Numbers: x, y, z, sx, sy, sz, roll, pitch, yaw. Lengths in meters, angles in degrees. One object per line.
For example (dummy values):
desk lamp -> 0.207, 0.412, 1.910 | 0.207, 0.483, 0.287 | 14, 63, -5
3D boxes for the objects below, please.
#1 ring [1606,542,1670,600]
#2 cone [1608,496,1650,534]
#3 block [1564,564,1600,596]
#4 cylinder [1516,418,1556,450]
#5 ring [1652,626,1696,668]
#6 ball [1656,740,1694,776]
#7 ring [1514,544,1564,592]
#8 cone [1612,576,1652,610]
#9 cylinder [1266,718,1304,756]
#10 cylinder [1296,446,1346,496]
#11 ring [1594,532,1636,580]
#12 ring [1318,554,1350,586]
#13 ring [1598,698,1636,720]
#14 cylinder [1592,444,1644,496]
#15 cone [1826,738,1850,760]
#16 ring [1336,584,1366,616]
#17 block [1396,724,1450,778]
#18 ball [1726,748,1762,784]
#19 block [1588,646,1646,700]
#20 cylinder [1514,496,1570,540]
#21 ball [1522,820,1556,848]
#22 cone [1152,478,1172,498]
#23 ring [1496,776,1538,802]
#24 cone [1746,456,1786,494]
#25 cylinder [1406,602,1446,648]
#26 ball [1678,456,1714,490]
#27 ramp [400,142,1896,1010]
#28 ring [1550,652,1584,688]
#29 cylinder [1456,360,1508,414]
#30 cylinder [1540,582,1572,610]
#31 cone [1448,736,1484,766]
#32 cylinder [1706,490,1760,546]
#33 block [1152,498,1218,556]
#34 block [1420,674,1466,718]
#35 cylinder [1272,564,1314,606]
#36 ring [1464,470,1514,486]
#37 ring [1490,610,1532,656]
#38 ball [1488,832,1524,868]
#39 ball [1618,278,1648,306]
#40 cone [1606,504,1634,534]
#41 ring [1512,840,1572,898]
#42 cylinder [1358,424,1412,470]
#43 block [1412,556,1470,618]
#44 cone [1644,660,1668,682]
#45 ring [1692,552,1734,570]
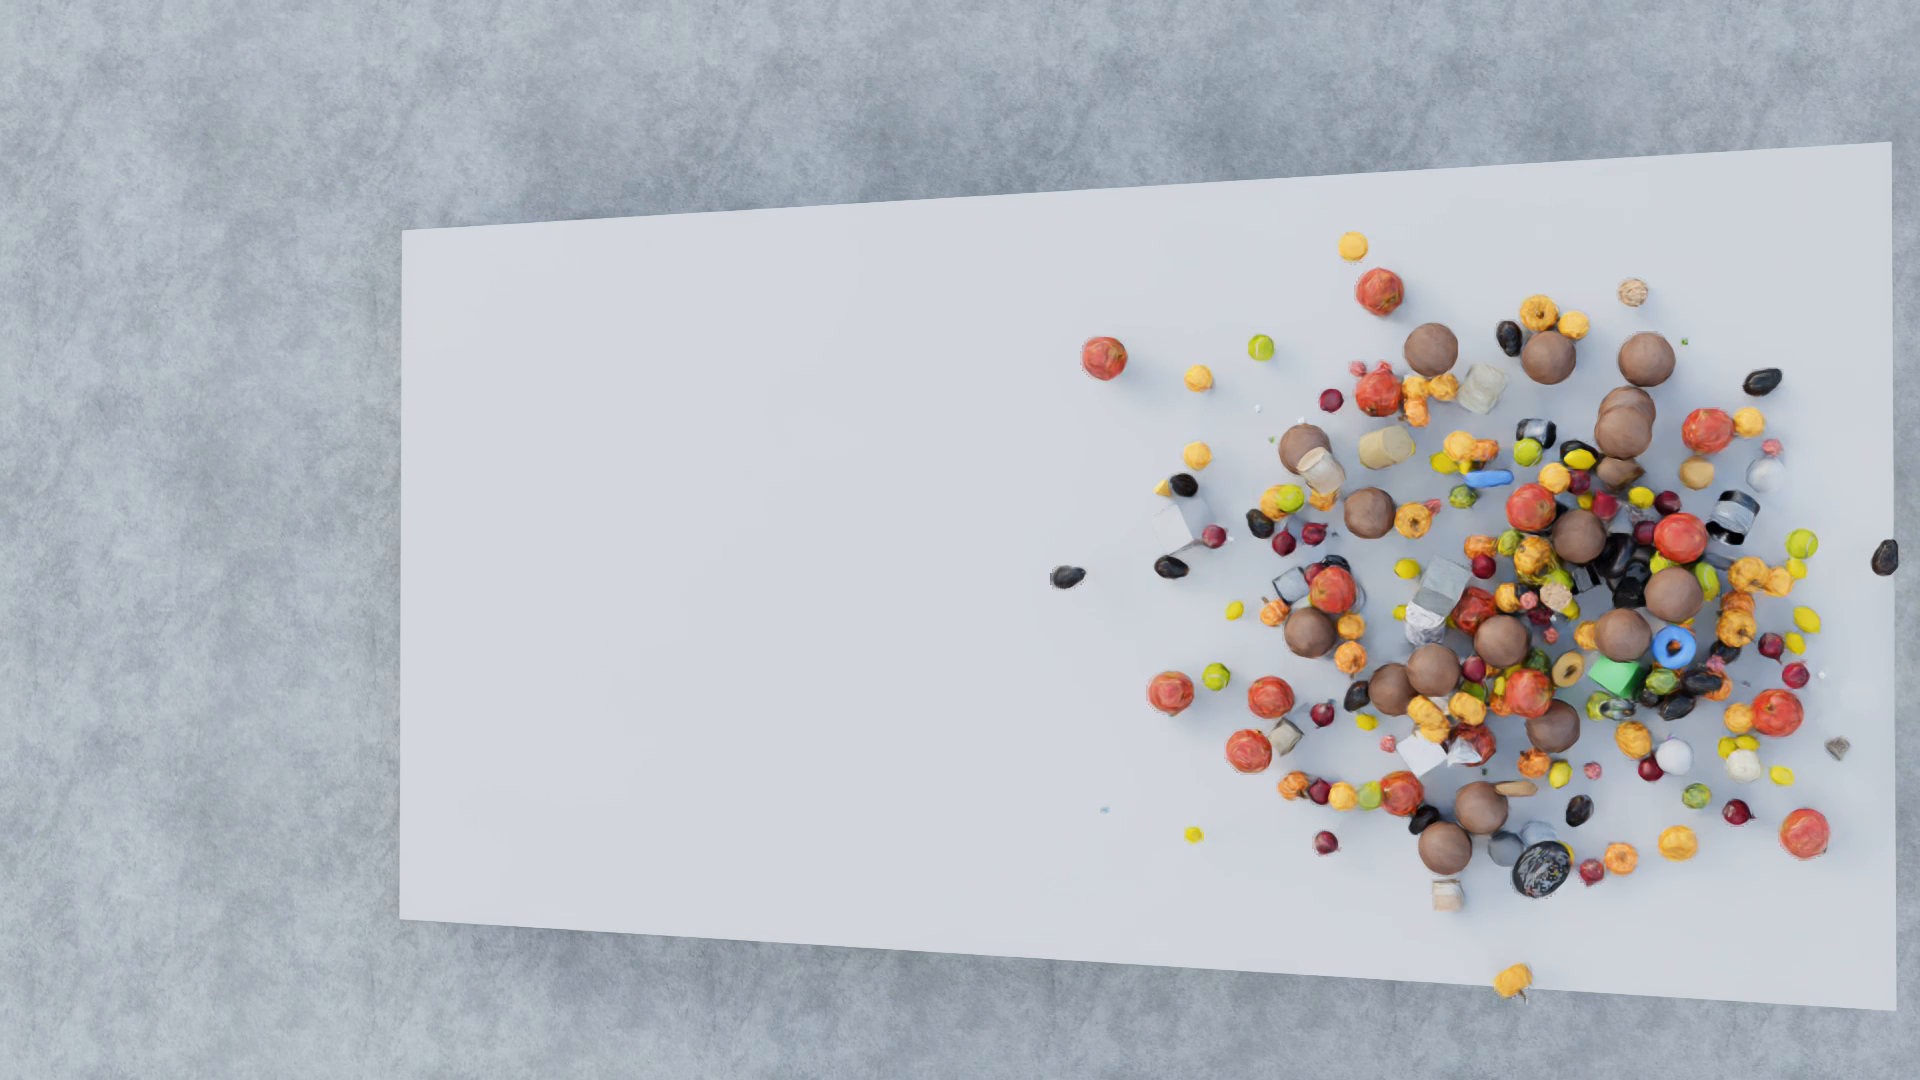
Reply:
ring -> 1.603, 0.077, 5.208 | 0.148, 0.049, 0.148 | 1, 95, 18
cone -> 1.576, -0.055, 5.163 | 0.093, 0.093, 0.093 | 5, 89, 23
block -> 1.486, 0.095, 5.253 | 0.052, 0.052, 0.052 | -22, 85, -21
cylinder -> 1.385, -0.256, 5.286 | 0.068, 0.068, 0.068 | -10, 105, -42
ring -> 1.653, 0.248, 5.093 | 0.102, 0.034, 0.102 | -8, 77, 39
ball -> 1.667, 0.507, 5.125 | 0.085, 0.085, 0.085 | 0, 89, 0
ring -> 1.399, 0.068, 5.305 | 0.117, 0.039, 0.117 | 0, 88, 17
cone -> 1.599, 0.141, 5.175 | 0.085, 0.085, 0.085 | 26, 89, -24
cylinder -> 0.810, 0.490, 5.490 | 0.069, 0.069, 0.069 | 38, 103, 0
cylinder -> 0.867, -0.166, 5.271 | 0.084, 0.084, 0.084 | -45, 108, -1
ring -> 1.538, 0.036, 5.167 | 0.040, 0.119, 0.119 | 22, 89, -20
ring -> 0.931, 0.075, 5.476 | 0.079, 0.026, 0.079 | 0, 91, 20
ring -> 1.543, 0.397, 5.159 | 0.087, 0.087, 0.029 | 7, 64, 0
cylinder -> 1.564, -0.167, 5.224 | 0.088, 0.088, 0.088 | -40, 89, 15
cone -> 2.031, 0.493, 5.080 | 0.051, 0.051, 0.051 | -25, 122, 0
ring -> 0.971, 0.149, 5.461 | 0.078, 0.026, 0.078 | 0, 91, 19
block -> 1.133, 0.513, 5.364 | 0.092, 0.092, 0.092 | -37, 78, 15
ball -> 1.810, 0.522, 5.075 | 0.081, 0.081, 0.081 | 0, 89, 0
block -> 1.555, 0.315, 5.207 | 0.087, 0.087, 0.087 | 37, 95, 30
cylinder -> 1.393, -0.054, 5.261 | 0.091, 0.091, 0.091 | 11, 89, -28
ball -> 1.390, 0.713, 5.277 | 0.081, 0.081, 0.081 | 0, 89, 0
cone -> 0.527, -0.123, 5.622 | 0.050, 0.050, 0.050 | 41, 89, -12
ring -> 1.321, 0.591, 5.224 | 0.098, 0.098, 0.033 | 19, 61, 0
cone -> 1.874, -0.153, 5.114 | 0.089, 0.089, 0.089 | 0, 89, 19
cylinder -> 1.131, 0.199, 5.337 | 0.094, 0.094, 0.094 | -5, 56, 8
ball -> 1.732, -0.158, 5.169 | 0.081, 0.081, 0.081 | 0, 89, 0
ramp -> 0.279, 0.091, 5.771 | 4.000, 0.100, 2.000 | 0, 89, 19
ring -> 1.450, 0.309, 5.244 | 0.094, 0.031, 0.094 | -14, 122, -24
cylinder -> 1.259, -0.368, 5.304 | 0.093, 0.093, 0.093 | 26, 123, 0
cylinder -> 1.393, 0.130, 5.146 | 0.063, 0.063, 0.063 | 0, 92, 6
cone -> 1.214, 0.514, 5.239 | 0.078, 0.078, 0.078 | 19, 89, -1
cylinder -> 1.799, -0.052, 5.120 | 0.092, 0.092, 0.092 | 33, 70, 0
block -> 0.568, -0.035, 5.544 | 0.100, 0.100, 0.100 | -15, 77, -42
block -> 1.176, 0.381, 5.351 | 0.086, 0.086, 0.086 | -13, 86, 20
cylinder -> 0.831, 0.113, 5.484 | 0.076, 0.076, 0.076 | -36, 89, 20
ring -> 1.275, -0.149, 5.302 | 0.116, 0.116, 0.039 | -2, 91, 0
ring -> 1.331, 0.224, 5.312 | 0.036, 0.109, 0.109 | -5, 97, -45
ball -> 1.316, 0.745, 5.300 | 0.086, 0.086, 0.086 | 0, 89, 0
ball -> 1.601, -0.589, 5.228 | 0.067, 0.067, 0.067 | 0, 89, 0
cone -> 1.537, -0.056, 5.106 | 0.067, 0.067, 0.067 | 5, 104, 0
ring -> 1.325, 0.750, 5.008 | 0.147, 0.049, 0.147 | -10, 121, -18
cylinder -> 1.034, -0.225, 5.349 | 0.093, 0.093, 0.093 | 6, 77, -27
block -> 1.151, 0.113, 5.265 | 0.091, 0.091, 0.091 | 25, 61, 6
cone -> 1.641, 0.322, 5.223 | 0.053, 0.053, 0.053 | 19, 53, -28
ring -> 1.764, 0.051, 5.148 | 0.094, 0.094, 0.031 | 9, 92, 0
